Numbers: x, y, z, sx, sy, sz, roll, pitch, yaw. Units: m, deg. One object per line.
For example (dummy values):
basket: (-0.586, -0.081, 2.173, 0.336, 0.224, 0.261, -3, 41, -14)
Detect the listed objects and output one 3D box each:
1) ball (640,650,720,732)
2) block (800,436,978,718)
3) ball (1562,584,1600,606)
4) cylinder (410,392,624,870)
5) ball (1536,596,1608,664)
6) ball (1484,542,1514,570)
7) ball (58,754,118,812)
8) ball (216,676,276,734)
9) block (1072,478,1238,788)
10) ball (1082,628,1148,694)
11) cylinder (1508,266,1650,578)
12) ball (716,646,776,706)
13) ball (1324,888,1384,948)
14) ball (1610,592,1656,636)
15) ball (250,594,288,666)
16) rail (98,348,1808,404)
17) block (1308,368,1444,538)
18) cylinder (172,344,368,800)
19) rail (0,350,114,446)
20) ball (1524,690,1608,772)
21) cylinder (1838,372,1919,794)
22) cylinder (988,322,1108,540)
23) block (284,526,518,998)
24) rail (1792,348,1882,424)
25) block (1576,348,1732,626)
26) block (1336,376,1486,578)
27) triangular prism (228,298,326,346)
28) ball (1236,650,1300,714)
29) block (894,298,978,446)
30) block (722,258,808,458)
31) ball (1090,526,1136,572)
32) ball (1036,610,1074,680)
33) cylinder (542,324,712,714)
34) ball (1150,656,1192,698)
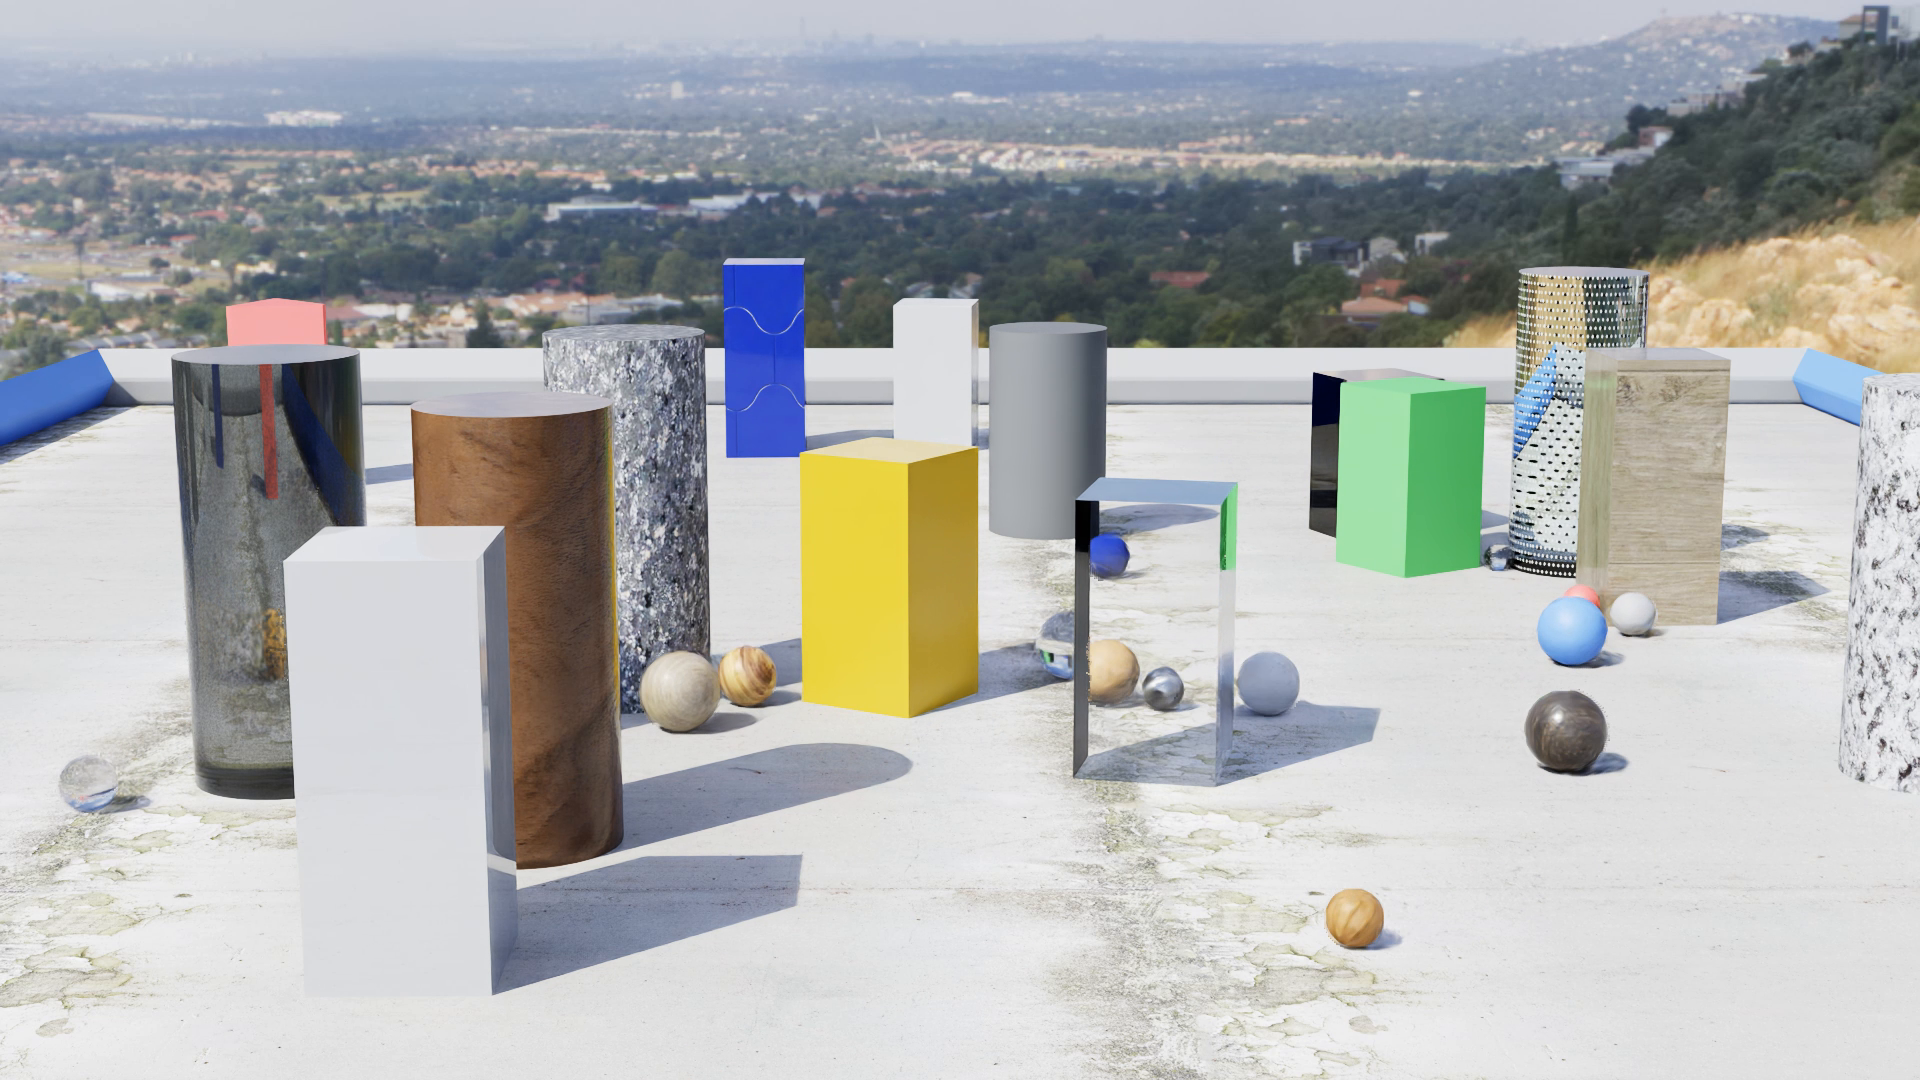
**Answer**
ball: (-0.307, 0.166, 2.817, 0.088, 0.088, 0.088, 0, 11, 0)
block: (-0.080, 0.039, 2.945, 0.146, 0.289, 0.146, 7, 13, 32)
ball: (0.815, 0.083, 3.370, 0.048, 0.048, 0.048, 0, 11, 0)
cylinder: (-0.410, 0.079, 2.388, 0.183, 0.416, 0.183, 0, 11, 0)
ball: (0.745, 0.110, 3.125, 0.084, 0.084, 0.084, 0, 11, 0)
ball: (0.778, 0.023, 3.705, 0.041, 0.041, 0.041, 0, 11, 0)
ball: (-0.854, 0.239, 2.515, 0.056, 0.056, 0.056, 0, 11, 0)
ball: (-0.780, 0.181, 2.804, 0.063, 0.063, 0.063, 0, 11, 0)
block: (0.204, 0.092, 2.661, 0.146, 0.290, 0.146, 2, 11, 13)
ball: (0.180, 0.141, 2.985, 0.075, 0.075, 0.075, 0, 11, 0)
cylinder: (0.890, -0.172, 3.697, 0.183, 0.428, 0.183, 0, 11, 0)
ball: (-0.244, 0.155, 2.932, 0.068, 0.068, 0.068, 0, 11, 0)
ball: (0.328, 0.314, 2.133, 0.049, 0.049, 0.049, 0, 11, 0)
ball: (0.861, 0.095, 3.284, 0.056, 0.056, 0.056, 0, 11, 0)
ball: (-0.816, 0.110, 3.115, 0.088, 0.088, 0.088, 0, 11, 0)
rail: (-0.012, -0.345, 5.457, 3.649, 0.119, 0.045, 0, 11, 0)
block: (0.643, -0.132, 3.970, 0.146, 0.248, 0.146, -4, 11, -21)
cylinder: (-0.694, 0.028, 2.606, 0.183, 0.436, 0.183, 0, 11, 0)
rail: (-1.801, 0.032, 3.440, 0.045, 0.119, 4.131, 0, 11, 0)
ball: (0.628, 0.197, 2.659, 0.084, 0.084, 0.084, 0, 11, 0)
cylinder: (1.005, 0.042, 2.618, 0.183, 0.405, 0.183, 0, 11, 0)
cylinder: (0.137, -0.173, 4.002, 0.183, 0.317, 0.183, 0, 11, 0)
block: (-0.444, 0.174, 2.061, 0.146, 0.350, 0.146, 0, 11, -1)
rail: (1.801, 0.029, 3.460, 0.045, 0.119, 4.131, 0, 11, 0)
block: (0.911, -0.073, 3.384, 0.146, 0.348, 0.146, 0, 11, -2)
block: (0.654, -0.094, 3.725, 0.146, 0.264, 0.146, -7, 13, -33)
triangular prism: (-1.171, -0.251, 4.421, 0.158, 0.318, 0.137, -3, 11, -15)
ball: (0.347, 0.161, 2.888, 0.072, 0.072, 0.072, 0, 11, 0)
block: (-0.044, -0.315, 4.880, 0.146, 0.274, 0.146, 1, 11, 6)
block: (-0.363, -0.341, 4.795, 0.146, 0.357, 0.146, 0, 11, -2)
ball: (0.221, 0.013, 3.697, 0.064, 0.064, 0.064, 0, 11, 0)
ball: (0.131, 0.125, 3.051, 0.082, 0.082, 0.082, 0, 11, 0)
cylinder: (-0.381, -0.028, 2.945, 0.183, 0.422, 0.183, 0, 11, 0)
ball: (0.243, 0.159, 2.962, 0.049, 0.049, 0.049, 0, 11, 0)
